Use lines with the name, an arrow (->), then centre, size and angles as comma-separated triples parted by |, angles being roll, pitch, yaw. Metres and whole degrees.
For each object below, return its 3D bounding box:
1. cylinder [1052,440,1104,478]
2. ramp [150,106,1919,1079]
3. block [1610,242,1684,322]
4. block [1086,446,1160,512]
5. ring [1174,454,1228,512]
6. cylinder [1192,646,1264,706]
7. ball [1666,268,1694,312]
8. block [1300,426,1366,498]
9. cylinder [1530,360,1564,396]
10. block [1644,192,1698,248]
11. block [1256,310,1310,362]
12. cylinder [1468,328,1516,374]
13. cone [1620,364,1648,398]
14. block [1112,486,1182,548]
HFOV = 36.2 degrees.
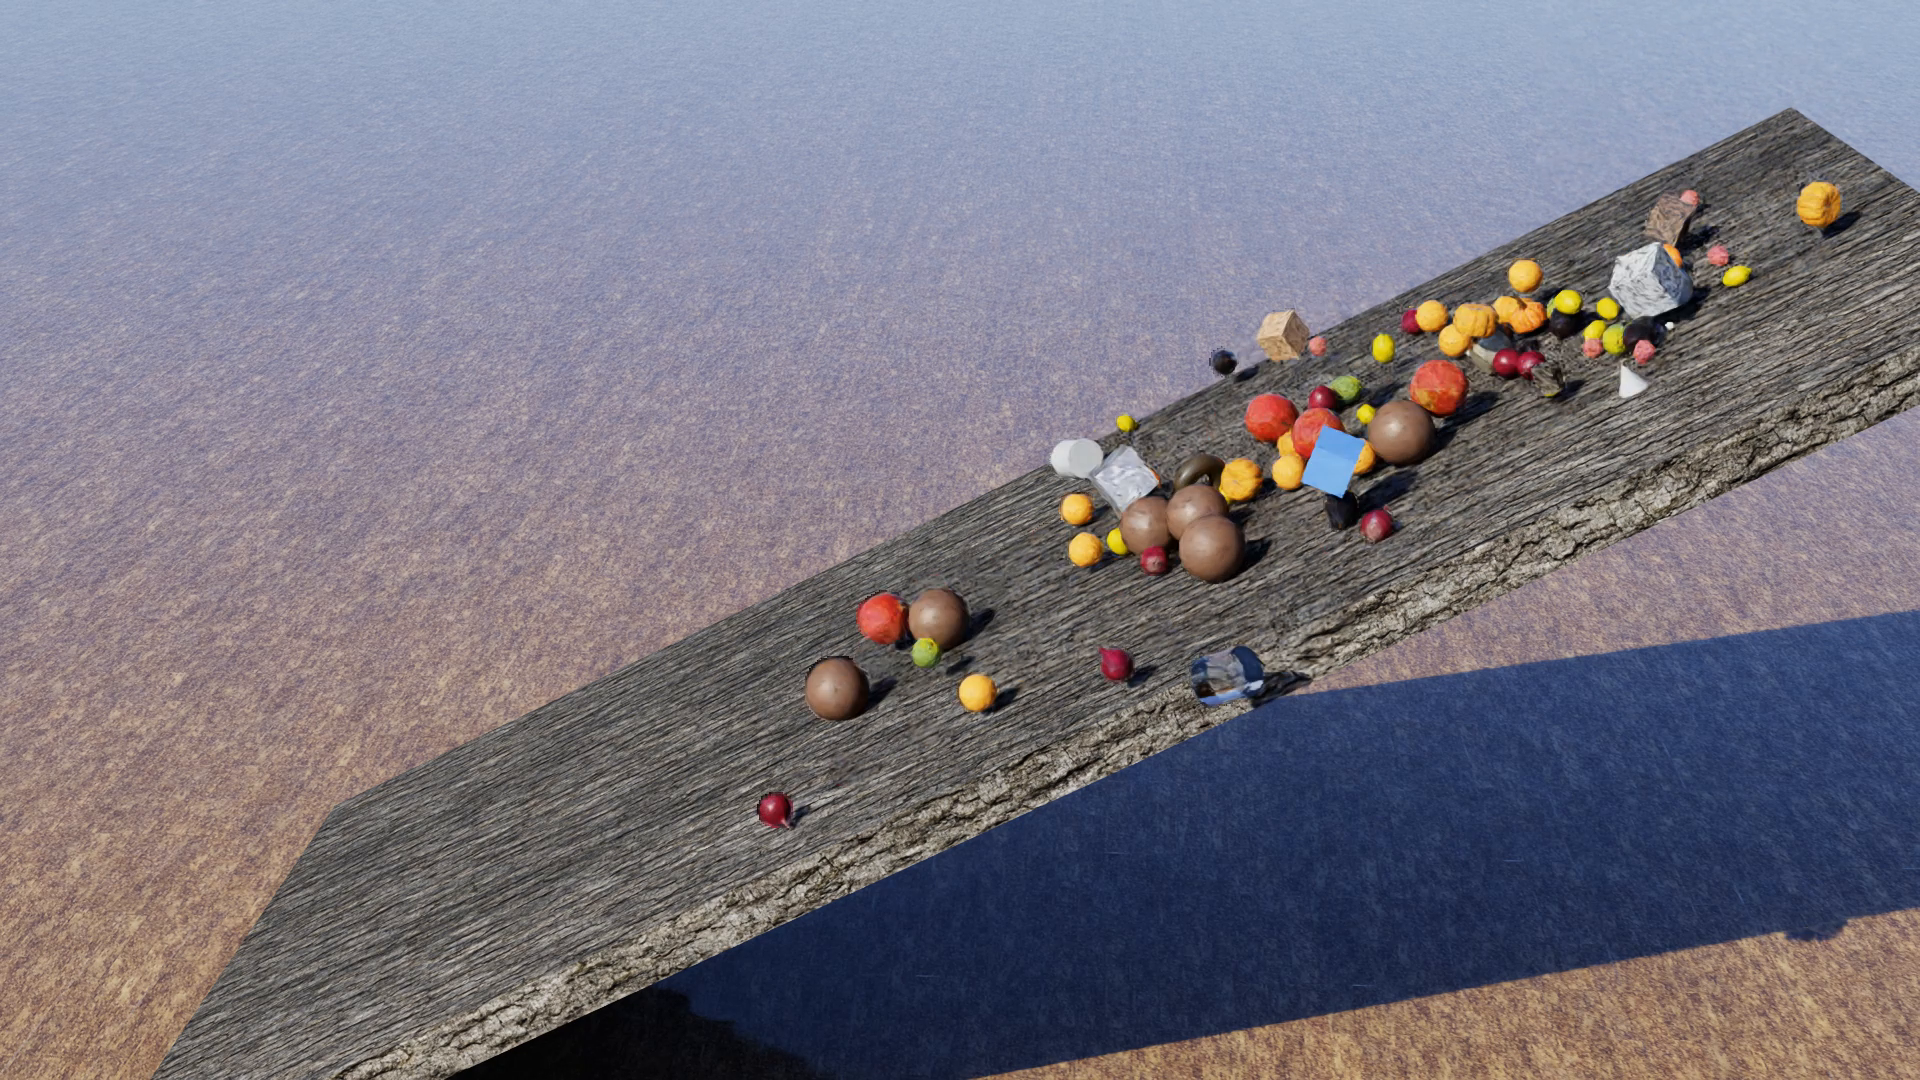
cylinder -> 0.276, -0.191, 6.910 | 0.092, 0.092, 0.092 | -7, 4, -22
ramp -> 0.139, 0.168, 6.281 | 4.000, 0.100, 2.000 | -26, 14, 10
block -> 1.340, -0.503, 5.738 | 0.096, 0.096, 0.096 | -21, 33, 40
block -> 0.338, -0.127, 6.106 | 0.098, 0.098, 0.098 | -40, 8, -4
ring -> 0.503, -0.119, 6.135 | 0.130, 0.130, 0.043 | -9, 30, -27
cylinder -> 0.463, 0.236, 5.103 | 0.088, 0.088, 0.088 | -17, -3, -43
ball -> 1.410, -0.499, 5.841 | 0.090, 0.090, 0.090 | 0, 17, 0
block -> 0.703, -0.148, 5.543 | 0.084, 0.084, 0.084 | 22, 36, 7
cylinder -> 1.129, -0.311, 5.650 | 0.054, 0.054, 0.054 | -16, 11, 3
block -> 1.486, -0.670, 6.152 | 0.071, 0.071, 0.071 | 29, 44, 18
block -> 0.660, -0.417, 6.013 | 0.069, 0.069, 0.069 | -8, 46, 45
cylinder -> 1.094, -0.388, 6.049 | 0.069, 0.069, 0.069 | -41, 25, -5
cone -> 1.253, -0.306, 5.518 | 0.057, 0.057, 0.057 | -26, 14, 7
block -> 0.393, -0.051, 6.159 | 0.091, 0.091, 0.091 | -38, 15, -8
